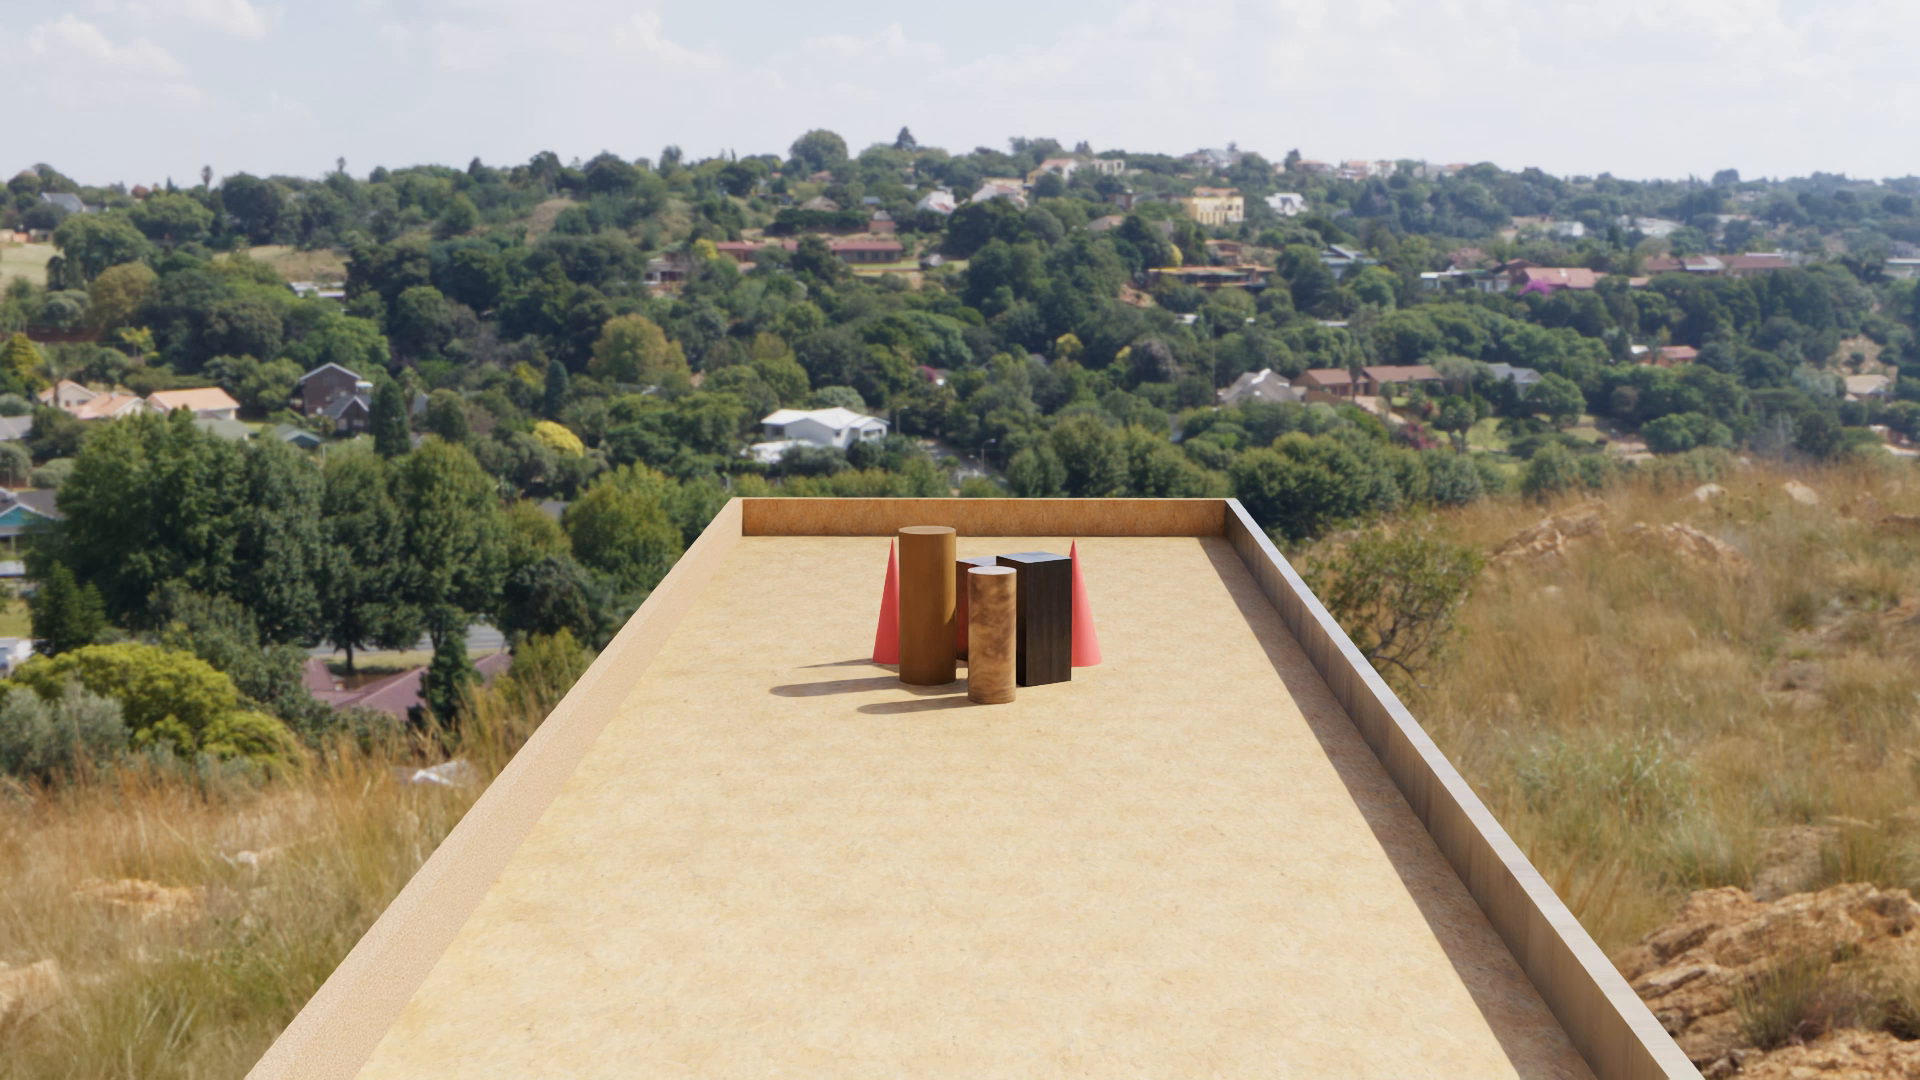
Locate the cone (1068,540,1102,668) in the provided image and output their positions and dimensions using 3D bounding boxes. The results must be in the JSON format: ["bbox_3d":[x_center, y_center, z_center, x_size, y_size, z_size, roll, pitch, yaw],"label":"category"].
[{"bbox_3d":[0.343,0.179,6.660,0.180,0.381,0.180,0,9,0],"label":"cone"}]

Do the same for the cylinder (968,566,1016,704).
[{"bbox_3d":[0.090,0.266,6.159,0.136,0.367,0.136,0,9,0],"label":"cylinder"}]

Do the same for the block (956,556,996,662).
[{"bbox_3d":[0.085,0.214,6.684,0.141,0.305,0.141,-7,11,-38],"label":"block"}]

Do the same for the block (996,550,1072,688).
[{"bbox_3d":[0.215,0.228,6.411,0.159,0.363,0.159,-6,11,-32],"label":"block"}]

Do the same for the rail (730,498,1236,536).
[{"bbox_3d":[0.099,-0.098,9.147,2.100,0.150,0.050,0,9,1],"label":"rail"}]

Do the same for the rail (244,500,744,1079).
[{"bbox_3d":[-1.004,0.839,3.234,0.050,0.150,12.000,0,9,1],"label":"rail"}]

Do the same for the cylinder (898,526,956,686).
[{"bbox_3d":[-0.094,0.189,6.402,0.166,0.442,0.166,0,9,0],"label":"cylinder"}]

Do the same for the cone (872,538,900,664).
[{"bbox_3d":[-0.204,0.176,6.674,0.128,0.384,0.128,0,9,0],"label":"cone"}]

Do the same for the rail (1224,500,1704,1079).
[{"bbox_3d":[1.046,0.843,3.208,0.050,0.150,12.000,0,9,1],"label":"rail"}]
